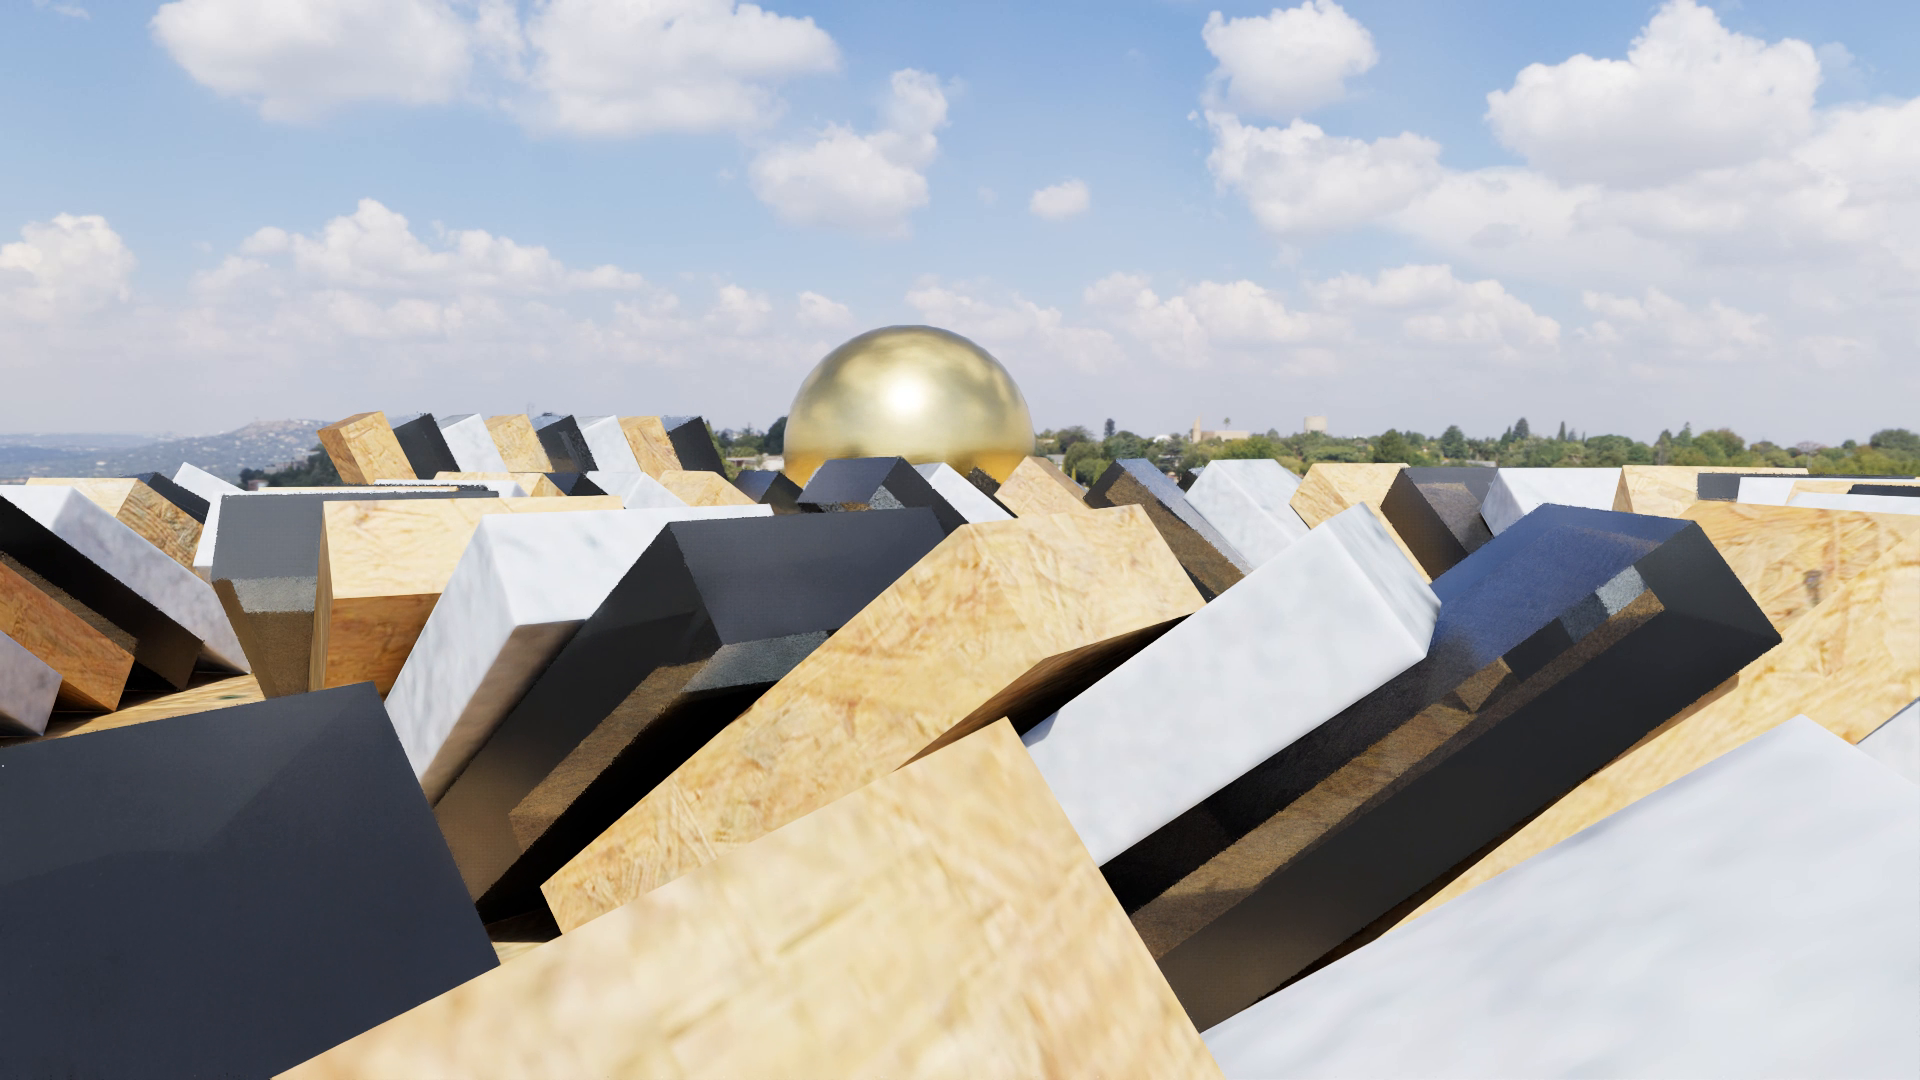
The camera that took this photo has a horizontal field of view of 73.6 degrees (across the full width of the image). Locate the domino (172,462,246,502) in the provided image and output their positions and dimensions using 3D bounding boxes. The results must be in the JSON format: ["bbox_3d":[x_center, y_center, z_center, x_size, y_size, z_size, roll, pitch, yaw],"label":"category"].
[{"bbox_3d":[-0.146,0.002,0.276,0.050,0.009,0.025,32,-29,-30],"label":"domino"}]

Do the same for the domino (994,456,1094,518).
[{"bbox_3d":[0.030,0.004,0.245,0.050,0.009,0.025,42,10,7],"label":"domino"}]

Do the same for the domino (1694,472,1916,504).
[{"bbox_3d":[0.107,0.011,0.162,0.025,0.009,0.050,3,43,27],"label":"domino"}]

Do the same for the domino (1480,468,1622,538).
[{"bbox_3d":[0.104,0.008,0.200,0.025,0.010,0.050,0,43,-6],"label":"domino"}]

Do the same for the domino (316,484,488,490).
[{"bbox_3d":[-0.075,0.009,0.196,0.025,0.010,0.050,1,-31,8],"label":"domino"}]

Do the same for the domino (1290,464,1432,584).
[{"bbox_3d":[0.084,0.006,0.230,0.025,0.009,0.050,-2,44,-30],"label":"domino"}]

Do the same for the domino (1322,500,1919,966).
[{"bbox_3d":[0.048,0.016,0.099,0.050,0.010,0.025,-37,5,0],"label":"domino"}]

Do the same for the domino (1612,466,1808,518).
[{"bbox_3d":[0.110,0.009,0.180,0.025,0.009,0.050,2,44,15],"label":"domino"}]

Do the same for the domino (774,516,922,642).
[{"bbox_3d":[-0.011,0.012,0.198,0.025,0.009,0.050,3,-23,33],"label":"domino"}]

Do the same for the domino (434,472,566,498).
[{"bbox_3d":[-0.072,0.006,0.233,0.025,0.009,0.050,2,-32,28],"label":"domino"}]

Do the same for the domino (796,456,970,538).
[{"bbox_3d":[-0.002,0.006,0.220,0.050,0.010,0.025,44,-21,-27],"label":"domino"}]

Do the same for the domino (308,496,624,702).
[{"bbox_3d":[-0.051,0.014,0.130,0.025,0.009,0.050,-3,-32,-31],"label":"domino"}]

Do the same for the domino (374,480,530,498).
[{"bbox_3d":[-0.074,0.008,0.214,0.025,0.009,0.050,1,-31,16],"label":"domino"}]

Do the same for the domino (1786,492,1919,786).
[{"bbox_3d":[0.065,0.016,0.105,0.050,0.009,0.025,-39,12,-8],"label":"domino"}]

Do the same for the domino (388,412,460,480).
[{"bbox_3d":[-0.119,-0.005,0.299,0.009,0.050,0.025,-32,21,-29],"label":"domino"}]

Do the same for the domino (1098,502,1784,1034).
[{"bbox_3d":[0.030,0.017,0.096,0.050,0.010,0.025,-37,1,6],"label":"domino"}]

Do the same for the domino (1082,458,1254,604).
[{"bbox_3d":[0.048,0.005,0.243,0.050,0.009,0.025,43,17,13],"label":"domino"}]

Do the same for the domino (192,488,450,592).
[{"bbox_3d":[-0.071,0.012,0.161,0.025,0.010,0.050,-1,-32,-6],"label":"domino"}]

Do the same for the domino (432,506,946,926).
[{"bbox_3d":[-0.024,0.016,0.107,0.025,0.010,0.050,-5,-30,-47],"label":"domino"}]

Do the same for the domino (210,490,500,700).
[{"bbox_3d":[-0.064,0.013,0.144,0.025,0.009,0.050,-2,-32,-17],"label":"domino"}]

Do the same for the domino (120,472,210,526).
[{"bbox_3d":[-0.146,0.005,0.258,0.025,0.009,0.050,-3,-32,36],"label":"domino"}]

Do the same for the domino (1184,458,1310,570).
[{"bbox_3d":[0.067,0.005,0.240,0.025,0.009,0.050,-5,47,-49],"label":"domino"}]

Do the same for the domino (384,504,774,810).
[{"bbox_3d":[-0.037,0.015,0.118,0.025,0.010,0.050,-4,-31,-41],"label":"domino"}]

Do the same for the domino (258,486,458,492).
[{"bbox_3d":[-0.074,0.011,0.179,0.025,0.010,0.050,0,-32,2],"label":"domino"}]

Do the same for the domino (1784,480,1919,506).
[{"bbox_3d":[0.092,0.014,0.129,0.025,0.009,0.050,5,44,48],"label":"domino"}]

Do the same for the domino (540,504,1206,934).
[{"bbox_3d":[-0.007,0.016,0.098,0.050,0.009,0.025,-40,-17,29],"label":"domino"}]

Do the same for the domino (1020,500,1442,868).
[{"bbox_3d":[0.010,0.016,0.094,0.050,0.009,0.025,-39,-10,21],"label":"domino"}]

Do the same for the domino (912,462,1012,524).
[{"bbox_3d":[0.010,0.005,0.234,0.050,0.010,0.025,38,-7,-13],"label":"domino"}]

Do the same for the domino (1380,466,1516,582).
[{"bbox_3d":[0.095,0.007,0.216,0.025,0.009,0.050,-1,43,-19],"label":"domino"}]

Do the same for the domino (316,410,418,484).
[{"bbox_3d":[-0.127,-0.004,0.291,0.009,0.050,0.025,-32,21,-31],"label":"domino"}]

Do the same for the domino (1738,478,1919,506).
[{"bbox_3d":[0.101,0.013,0.146,0.025,0.010,0.050,3,43,35],"label":"domino"}]

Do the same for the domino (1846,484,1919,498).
[{"bbox_3d":[0.080,0.015,0.114,0.050,0.009,0.025,-41,19,-15],"label":"domino"}]
